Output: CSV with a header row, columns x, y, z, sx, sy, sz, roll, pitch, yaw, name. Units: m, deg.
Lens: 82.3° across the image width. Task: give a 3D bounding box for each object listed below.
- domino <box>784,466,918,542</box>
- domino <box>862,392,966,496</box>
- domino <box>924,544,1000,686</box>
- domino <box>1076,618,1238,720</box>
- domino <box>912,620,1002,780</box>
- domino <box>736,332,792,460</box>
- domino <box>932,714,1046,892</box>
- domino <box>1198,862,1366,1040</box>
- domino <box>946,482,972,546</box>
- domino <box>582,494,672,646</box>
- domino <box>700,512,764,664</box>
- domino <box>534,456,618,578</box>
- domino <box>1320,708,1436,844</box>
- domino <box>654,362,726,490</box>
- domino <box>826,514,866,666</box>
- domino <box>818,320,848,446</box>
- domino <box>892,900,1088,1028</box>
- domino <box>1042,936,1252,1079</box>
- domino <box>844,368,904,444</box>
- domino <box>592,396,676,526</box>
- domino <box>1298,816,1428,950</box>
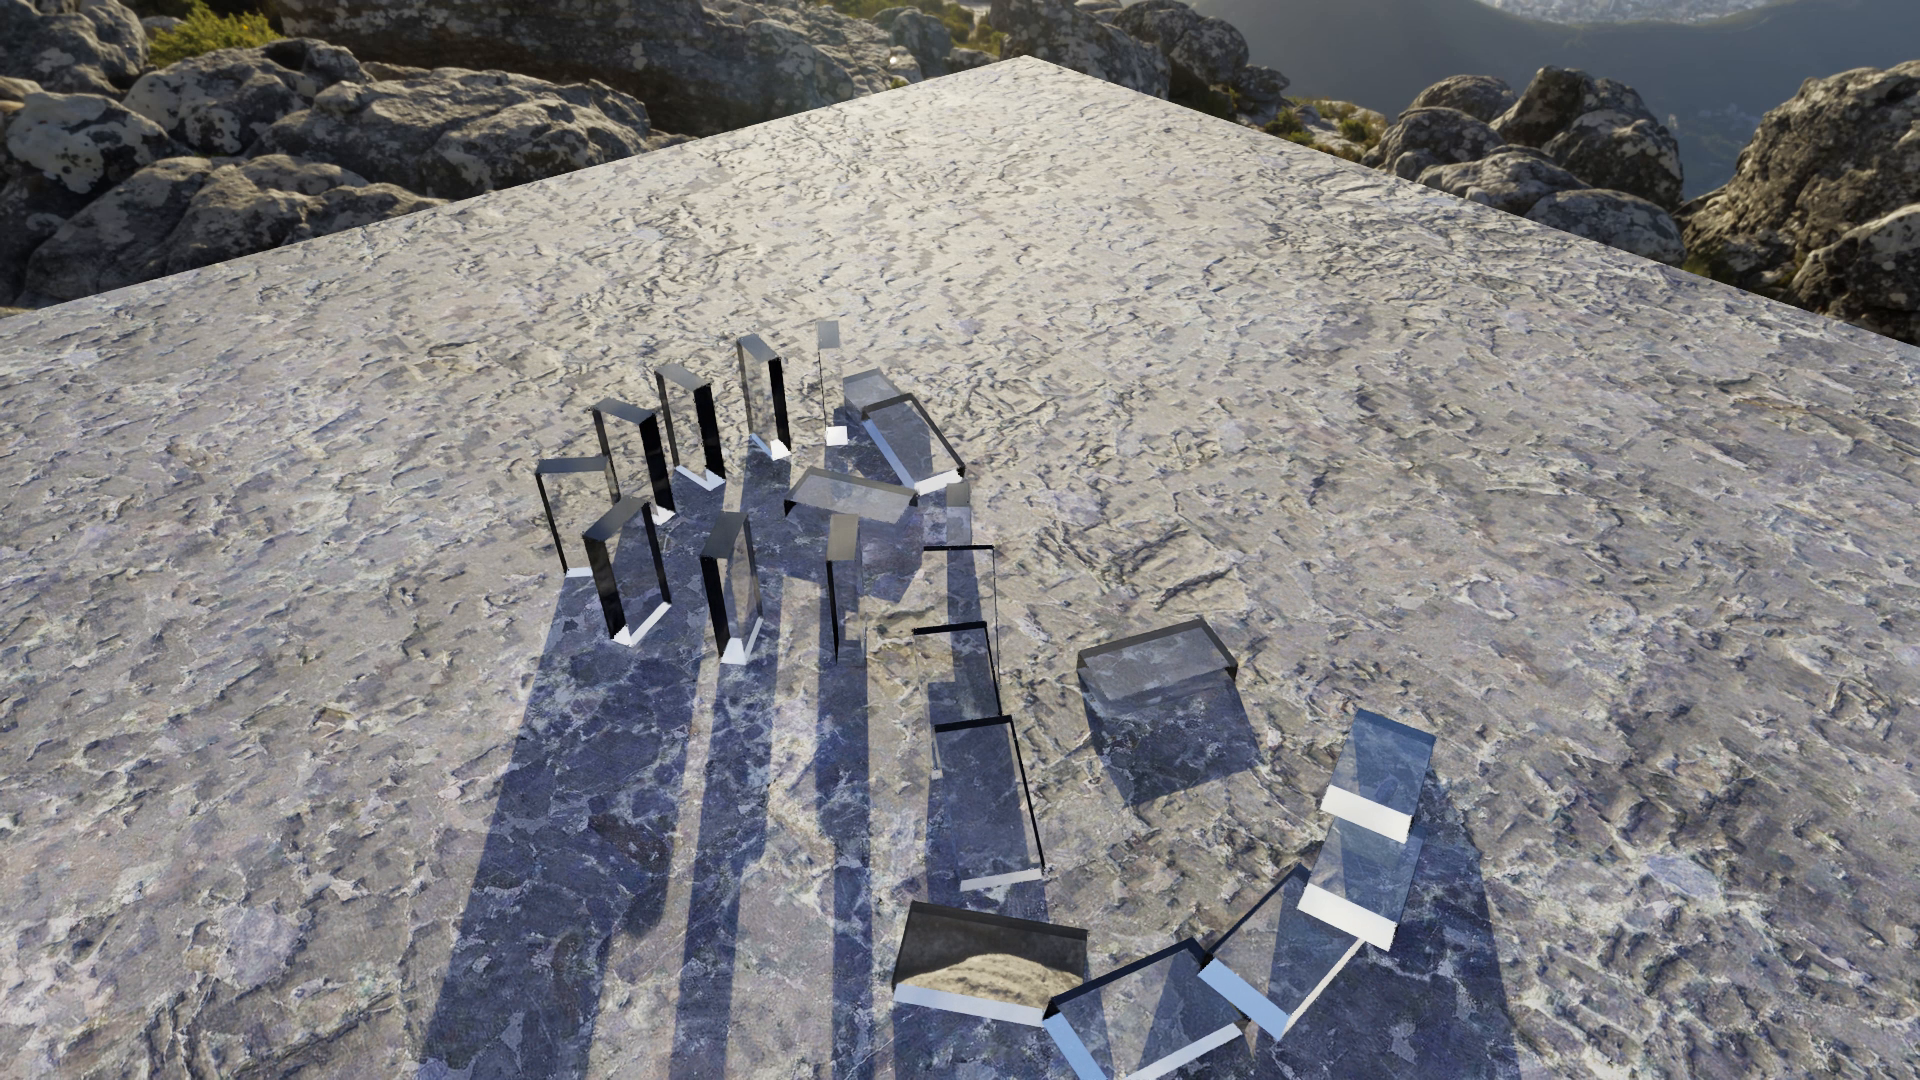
x,y,z,sx,sy,sz,roll,pitch,yaw,name
-0.046,-0.015,0.462,0.050,0.009,0.025,13,41,15,domino
-0.021,-0.043,0.487,0.025,0.010,0.050,-20,57,-23,domino
0.000,0.027,0.390,0.025,0.010,0.050,-2,73,-2,domino
0.069,0.045,0.389,0.050,0.010,0.025,-13,41,-15,domino
0.000,0.053,0.366,0.025,0.010,0.050,-6,61,-7,domino
-0.087,-0.063,0.489,0.010,0.050,0.025,-23,44,-25,domino
0.008,0.079,0.337,0.025,0.009,0.050,-7,55,-8,domino
0.090,0.111,0.300,0.025,0.009,0.050,32,36,33,domino
0.000,0.003,0.428,0.009,0.025,0.050,0,39,-1,domino
-0.119,0.012,0.397,0.010,0.050,0.025,15,42,18,domino
-0.080,0.017,0.390,0.010,0.050,0.025,5,40,6,domino
-0.143,-0.008,0.422,0.025,0.050,0.009,-3,39,-4,domino
0.132,0.072,0.345,0.025,0.010,0.050,20,28,22,domino
-0.115,-0.048,0.470,0.025,0.050,0.009,30,48,31,domino
-0.040,0.018,0.389,0.010,0.050,0.025,-1,39,-1,domino
-0.058,-0.071,0.498,0.009,0.050,0.025,-4,40,-5,domino
0.009,0.116,0.301,0.050,0.010,0.025,7,40,8,domino
0.049,0.123,0.284,0.050,0.009,0.025,-8,37,-33,domino
-0.038,-0.063,0.521,0.025,0.010,0.050,-20,44,-23,domino
-0.133,-0.032,0.451,0.025,0.050,0.010,20,43,22,domino
0.117,0.094,0.317,0.025,0.010,0.050,21,27,24,domino
